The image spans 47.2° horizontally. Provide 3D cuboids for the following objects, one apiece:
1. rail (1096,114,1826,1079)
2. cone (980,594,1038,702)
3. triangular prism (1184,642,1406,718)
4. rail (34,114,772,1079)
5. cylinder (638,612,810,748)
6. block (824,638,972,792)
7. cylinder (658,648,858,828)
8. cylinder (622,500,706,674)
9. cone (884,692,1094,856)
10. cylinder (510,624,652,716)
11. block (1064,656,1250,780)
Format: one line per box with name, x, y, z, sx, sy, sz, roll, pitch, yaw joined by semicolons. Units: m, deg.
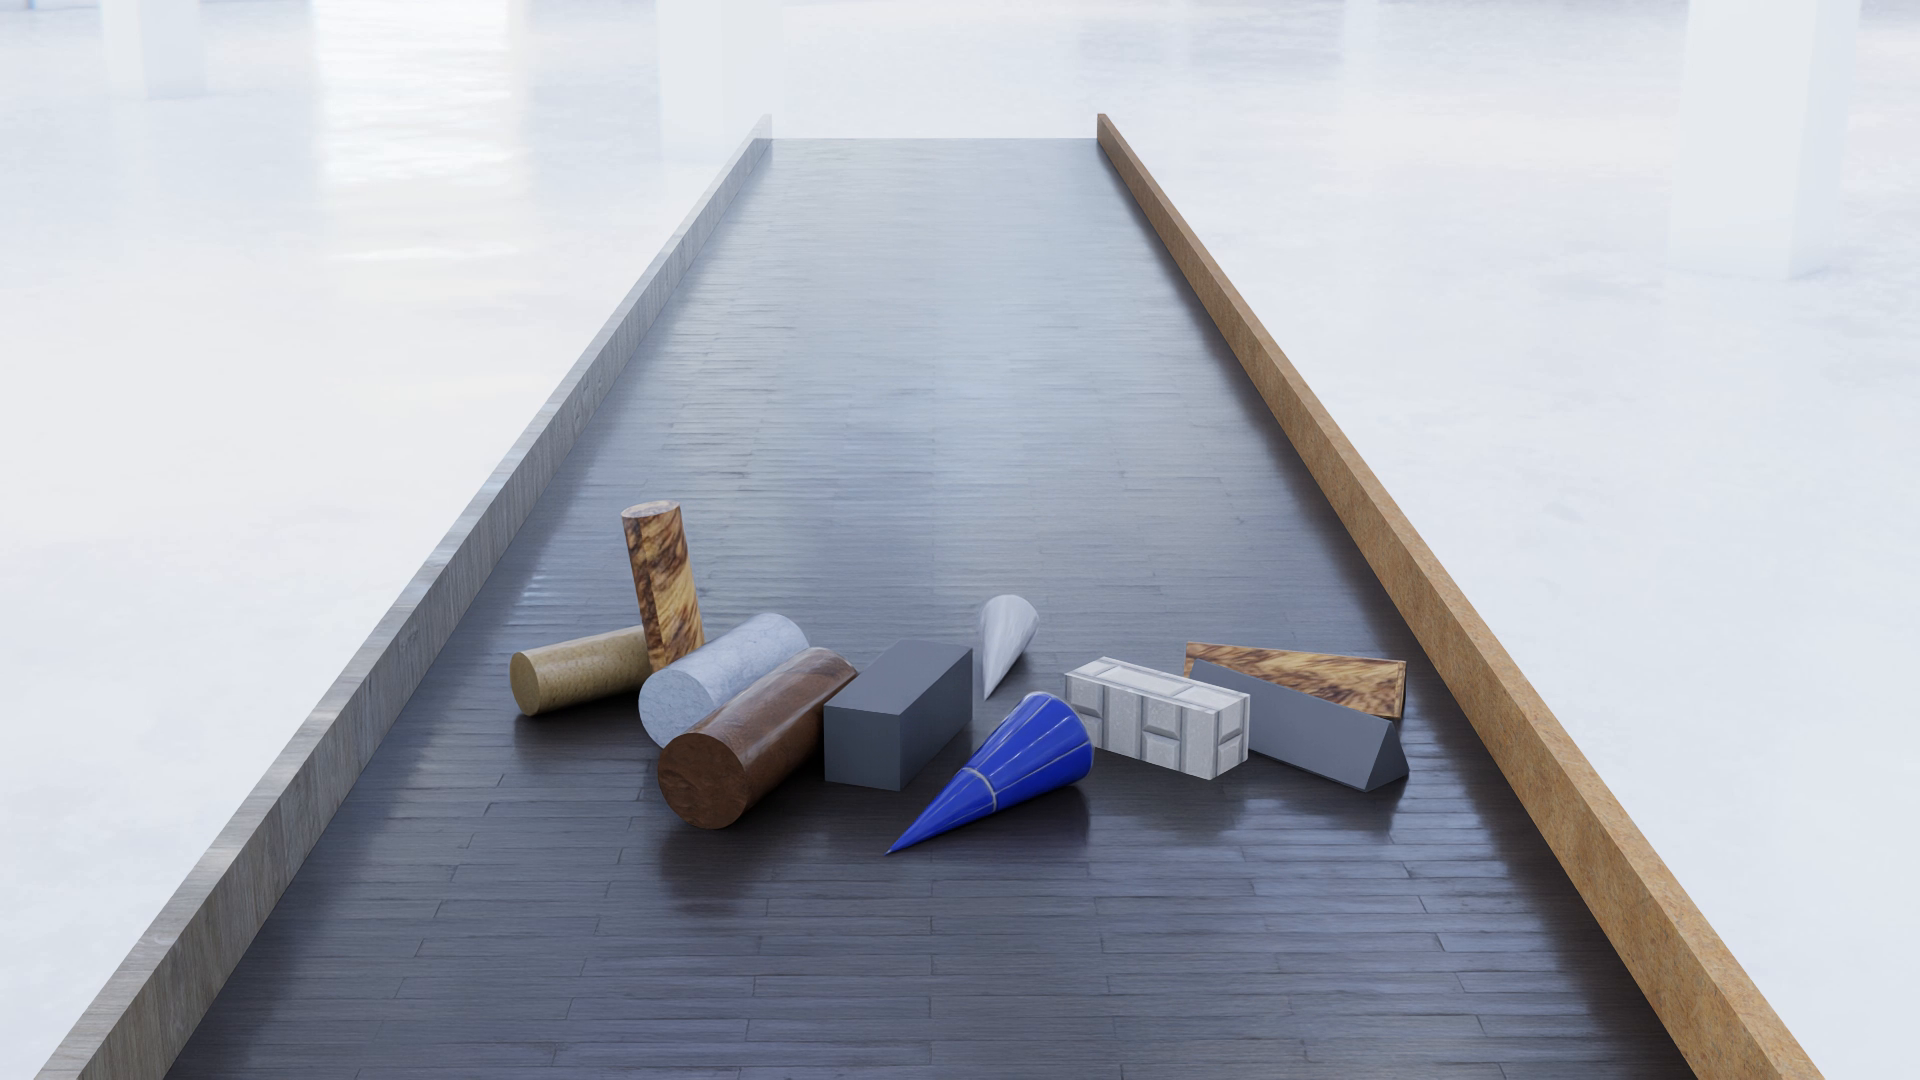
rail;0.932;-0.844;7.801;0.050;0.150;12.000;0;17;-1
cone;0.074;0.236;4.330;0.119;0.119;0.323;3;27;10
triangular prism;0.637;0.257;4.190;0.414;0.094;0.109;5;17;15
rail;-1.118;-0.838;7.780;0.050;0.150;12.000;0;17;-1
cylinder;-0.429;0.262;4.061;0.163;0.163;0.348;8;18;24
block;-0.106;0.308;3.945;0.140;0.140;0.371;6;18;19
cylinder;-0.336;0.335;3.805;0.169;0.169;0.455;7;18;21
cylinder;-0.548;0.122;4.134;0.110;0.377;0.110;-8;15;2
cone;0.020;0.422;3.657;0.172;0.172;0.426;15;34;41
cylinder;-0.675;0.239;4.207;0.348;0.123;0.123;-12;21;-36
block;0.351;0.317;3.947;0.316;0.123;0.123;13;21;37
